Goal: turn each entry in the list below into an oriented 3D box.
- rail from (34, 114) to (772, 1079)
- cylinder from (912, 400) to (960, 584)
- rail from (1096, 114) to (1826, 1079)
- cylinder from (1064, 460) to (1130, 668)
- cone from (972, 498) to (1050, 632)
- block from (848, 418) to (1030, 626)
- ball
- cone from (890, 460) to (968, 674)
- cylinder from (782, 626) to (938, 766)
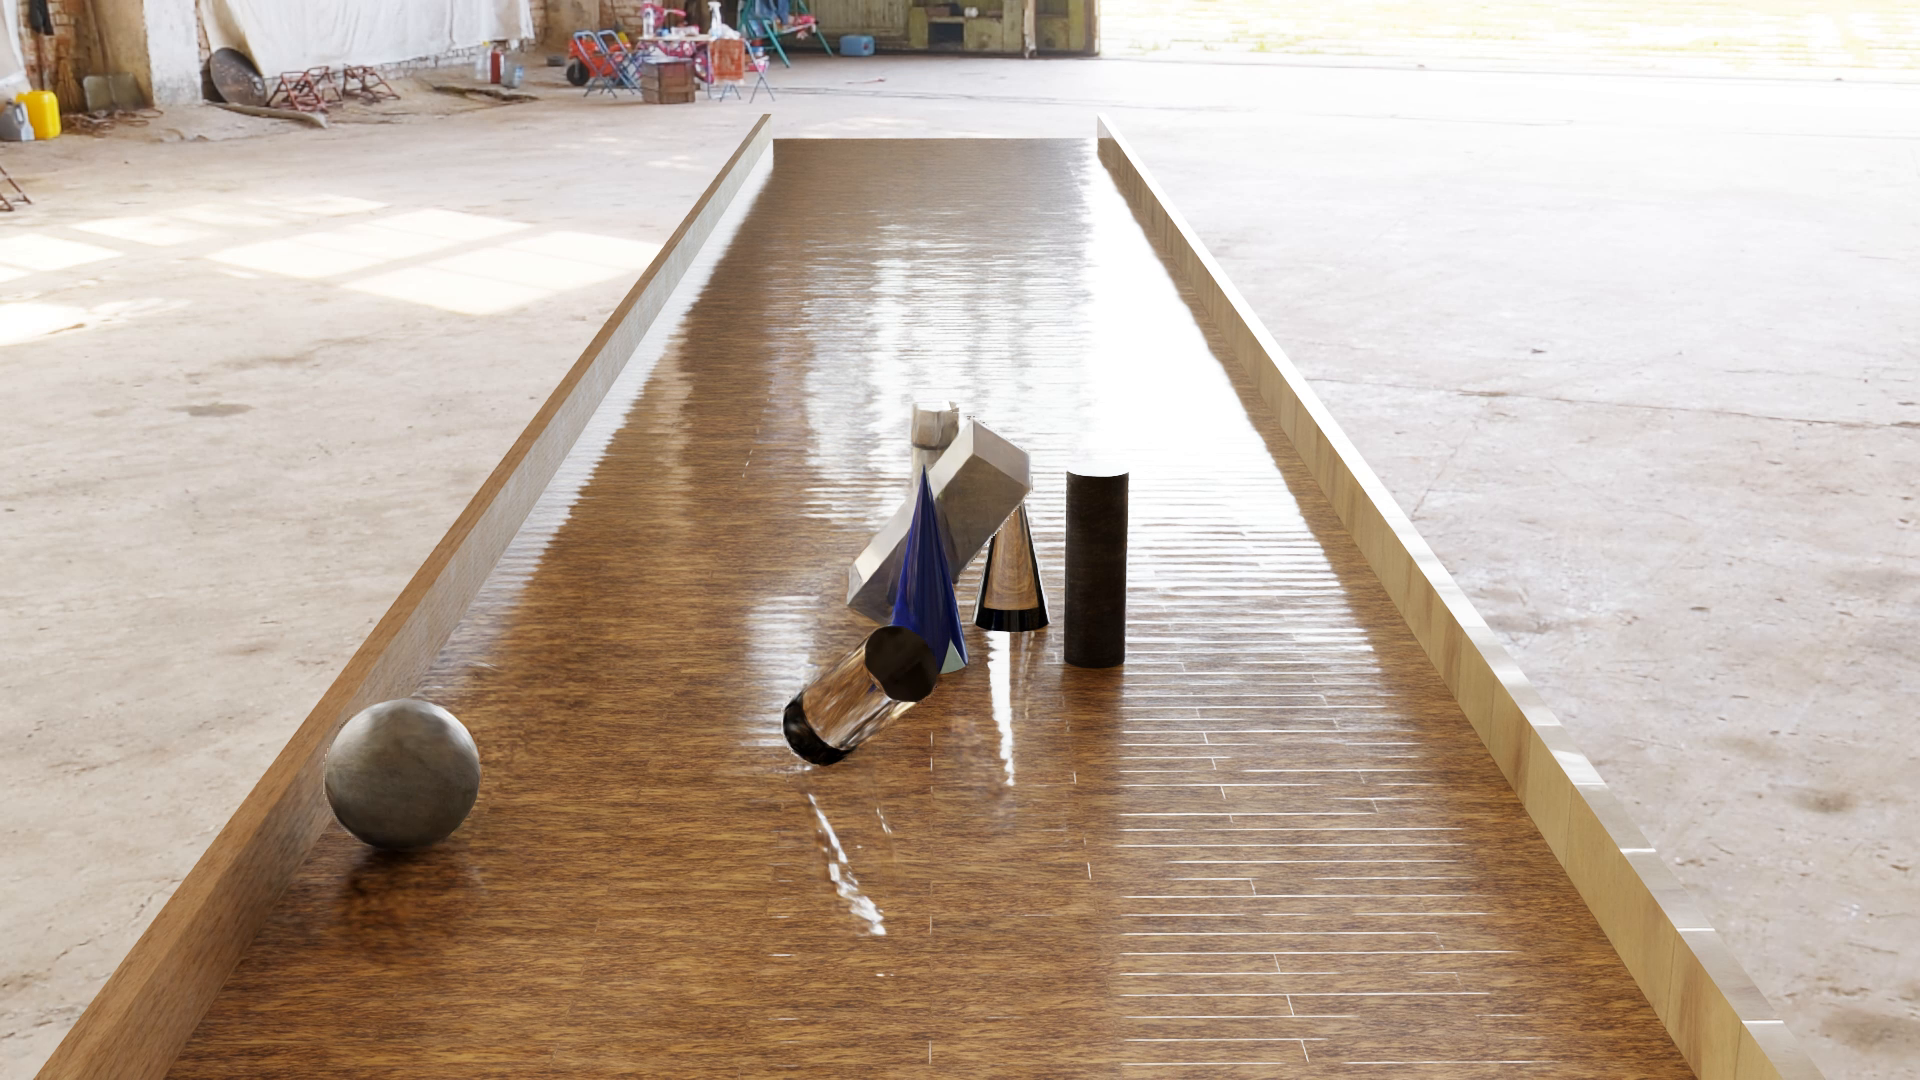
[{"bbox_3d":[-1.118,-0.838,7.780,0.050,0.150,12.000,0,17,-1],"label":"rail"},{"bbox_3d":[-0.053,-0.104,4.873,0.105,0.400,0.105,0,17,0],"label":"cylinder"},{"bbox_3d":[0.932,-0.844,7.801,0.050,0.150,12.000,0,17,-1],"label":"rail"},{"bbox_3d":[0.271,0.049,4.370,0.124,0.395,0.124,0,17,0],"label":"cylinder"},{"bbox_3d":[0.108,-0.011,4.607,0.167,0.375,0.167,0,17,0],"label":"cone"},{"bbox_3d":[-0.046,-0.021,4.488,0.142,0.439,0.142,31,26,-18],"label":"block"},{"bbox_3d":[-0.894,0.377,3.531,0.244,0.244,0.244,0,17,0],"label":"ball"},{"bbox_3d":[-0.069,0.042,4.357,0.174,0.414,0.174,0,17,0],"label":"cone"},{"bbox_3d":[-0.176,0.271,3.792,0.140,0.140,0.306,-13,-17,-38],"label":"cylinder"}]
